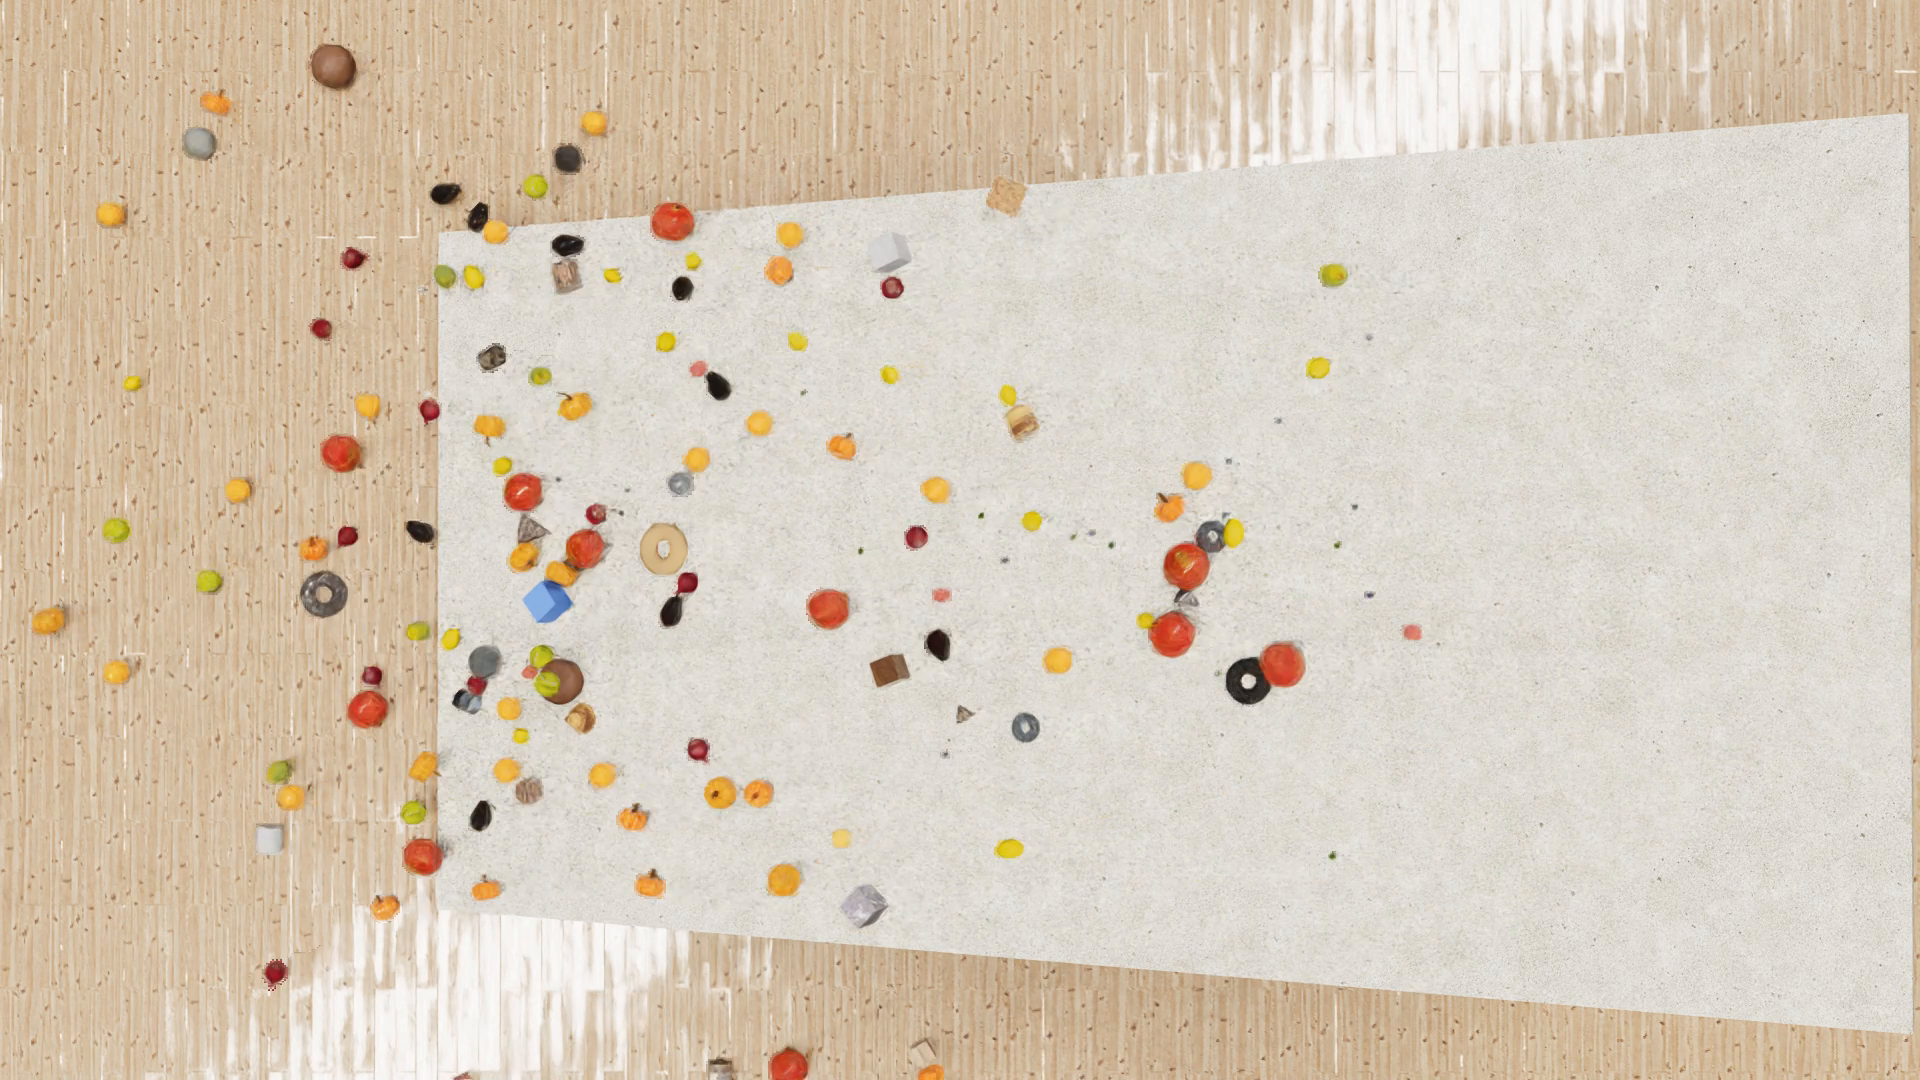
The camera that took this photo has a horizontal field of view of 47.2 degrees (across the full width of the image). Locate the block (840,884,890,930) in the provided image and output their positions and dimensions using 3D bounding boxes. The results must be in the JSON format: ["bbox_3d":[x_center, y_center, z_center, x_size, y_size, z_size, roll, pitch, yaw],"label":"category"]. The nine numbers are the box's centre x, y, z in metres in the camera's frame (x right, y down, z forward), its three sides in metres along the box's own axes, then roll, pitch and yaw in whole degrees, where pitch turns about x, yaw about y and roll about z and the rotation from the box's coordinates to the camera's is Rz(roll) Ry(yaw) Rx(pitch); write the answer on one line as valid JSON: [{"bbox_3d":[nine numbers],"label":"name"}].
[{"bbox_3d":[-0.252,0.972,5.829,0.078,0.078,0.078,48,108,18],"label":"block"}]

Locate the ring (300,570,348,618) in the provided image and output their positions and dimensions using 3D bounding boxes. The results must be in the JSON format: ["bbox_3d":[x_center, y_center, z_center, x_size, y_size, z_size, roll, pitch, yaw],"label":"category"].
[{"bbox_3d":[-1.900,0.162,6.568,0.141,0.047,0.141,0,90,-1],"label":"ring"}]

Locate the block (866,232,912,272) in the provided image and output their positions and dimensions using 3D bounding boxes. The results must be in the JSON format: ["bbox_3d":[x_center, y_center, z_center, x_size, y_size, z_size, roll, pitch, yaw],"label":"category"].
[{"bbox_3d":[-0.187,-0.761,5.818,0.077,0.077,0.077,-23,80,24],"label":"block"}]

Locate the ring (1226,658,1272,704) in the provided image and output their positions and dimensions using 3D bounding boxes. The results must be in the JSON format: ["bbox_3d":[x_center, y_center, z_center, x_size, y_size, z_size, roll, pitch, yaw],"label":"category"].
[{"bbox_3d":[0.708,0.347,5.398,0.116,0.039,0.116,0,89,24],"label":"ring"}]

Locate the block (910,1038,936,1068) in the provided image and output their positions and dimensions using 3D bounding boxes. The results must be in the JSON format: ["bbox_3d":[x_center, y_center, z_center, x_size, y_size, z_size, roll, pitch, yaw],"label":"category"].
[{"bbox_3d":[-0.111,1.527,6.546,0.057,0.057,0.057,-32,87,0],"label":"block"}]

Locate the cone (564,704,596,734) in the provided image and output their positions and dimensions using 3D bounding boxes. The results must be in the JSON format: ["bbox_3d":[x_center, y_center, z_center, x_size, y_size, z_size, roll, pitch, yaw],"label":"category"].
[{"bbox_3d":[-1.096,0.509,6.232,0.090,0.090,0.090,0,89,26],"label":"cone"}]

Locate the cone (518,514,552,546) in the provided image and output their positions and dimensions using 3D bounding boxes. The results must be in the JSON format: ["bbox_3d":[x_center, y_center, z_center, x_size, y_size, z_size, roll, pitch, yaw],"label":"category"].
[{"bbox_3d":[-1.218,-0.025,6.324,0.092,0.092,0.092,7,89,-1],"label":"cone"}]

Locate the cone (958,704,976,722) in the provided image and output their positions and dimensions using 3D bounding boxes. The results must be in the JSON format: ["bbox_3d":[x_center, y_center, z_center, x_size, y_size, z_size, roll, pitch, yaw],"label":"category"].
[{"bbox_3d":[0.019,0.453,5.736,0.051,0.051,0.051,2,89,-1],"label":"cone"}]

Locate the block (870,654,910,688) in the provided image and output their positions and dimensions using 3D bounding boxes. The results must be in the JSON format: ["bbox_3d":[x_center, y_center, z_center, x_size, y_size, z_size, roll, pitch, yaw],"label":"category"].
[{"bbox_3d":[-0.184,0.345,5.809,0.069,0.069,0.069,-22,80,24],"label":"block"}]

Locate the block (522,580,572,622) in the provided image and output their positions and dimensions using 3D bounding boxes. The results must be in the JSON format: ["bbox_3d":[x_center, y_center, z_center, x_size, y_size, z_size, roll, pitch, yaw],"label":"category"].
[{"bbox_3d":[-1.177,0.175,6.279,0.084,0.084,0.084,-42,73,19],"label":"block"}]

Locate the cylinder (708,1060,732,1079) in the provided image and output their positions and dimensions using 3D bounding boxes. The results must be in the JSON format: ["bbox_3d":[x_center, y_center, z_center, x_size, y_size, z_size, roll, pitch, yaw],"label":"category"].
[{"bbox_3d":[-0.713,1.588,6.540,0.070,0.070,0.070,1,89,0],"label":"cylinder"}]

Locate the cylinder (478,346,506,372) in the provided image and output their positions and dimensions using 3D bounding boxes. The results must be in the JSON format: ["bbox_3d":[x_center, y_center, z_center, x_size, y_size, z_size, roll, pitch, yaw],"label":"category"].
[{"bbox_3d":[-1.358,-0.528,6.386,0.057,0.057,0.057,-25,89,24],"label":"cylinder"}]

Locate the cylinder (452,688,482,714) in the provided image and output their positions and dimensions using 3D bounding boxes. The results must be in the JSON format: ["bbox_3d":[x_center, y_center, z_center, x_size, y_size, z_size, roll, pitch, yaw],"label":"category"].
[{"bbox_3d":[-1.436,0.471,6.412,0.060,0.060,0.060,21,89,24],"label":"cylinder"}]

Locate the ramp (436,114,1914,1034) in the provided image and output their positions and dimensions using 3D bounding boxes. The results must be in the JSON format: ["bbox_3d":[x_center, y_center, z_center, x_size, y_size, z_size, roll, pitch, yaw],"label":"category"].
[{"bbox_3d":[0.281,0.081,5.683,4.000,0.100,2.000,0,89,26],"label":"ramp"}]

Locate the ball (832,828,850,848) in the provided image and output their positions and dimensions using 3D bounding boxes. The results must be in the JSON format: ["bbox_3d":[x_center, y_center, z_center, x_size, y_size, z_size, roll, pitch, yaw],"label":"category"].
[{"bbox_3d":[-0.318,0.797,5.878,0.051,0.051,0.051,0,89,0],"label":"ball"}]

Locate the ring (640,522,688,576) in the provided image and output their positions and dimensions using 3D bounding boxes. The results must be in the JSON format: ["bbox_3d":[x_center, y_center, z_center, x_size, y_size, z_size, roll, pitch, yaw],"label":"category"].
[{"bbox_3d":[-0.827,0.025,6.131,0.149,0.050,0.149,-1,88,25],"label":"ring"}]

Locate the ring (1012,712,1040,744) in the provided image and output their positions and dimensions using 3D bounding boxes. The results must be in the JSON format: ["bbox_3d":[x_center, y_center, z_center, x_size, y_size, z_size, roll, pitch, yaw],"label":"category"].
[{"bbox_3d":[0.169,0.483,5.662,0.080,0.027,0.080,-1,89,27],"label":"ring"}]

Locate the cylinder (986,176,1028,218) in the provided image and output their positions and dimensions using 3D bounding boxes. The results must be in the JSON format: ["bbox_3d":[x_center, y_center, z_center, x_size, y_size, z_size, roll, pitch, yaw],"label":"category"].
[{"bbox_3d":[0.122,-0.884,5.663,0.082,0.082,0.082,24,101,0],"label":"cylinder"}]

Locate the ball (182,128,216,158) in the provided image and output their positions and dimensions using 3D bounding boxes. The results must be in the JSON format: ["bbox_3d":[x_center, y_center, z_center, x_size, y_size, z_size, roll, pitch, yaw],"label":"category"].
[{"bbox_3d":[-2.270,-1.184,6.561,0.091,0.091,0.091,0,89,0],"label":"ball"}]

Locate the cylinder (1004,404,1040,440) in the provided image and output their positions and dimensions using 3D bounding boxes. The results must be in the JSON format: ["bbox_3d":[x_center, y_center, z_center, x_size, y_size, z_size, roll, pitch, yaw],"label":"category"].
[{"bbox_3d":[0.160,-0.303,5.648,0.070,0.070,0.070,-23,80,0],"label":"cylinder"}]

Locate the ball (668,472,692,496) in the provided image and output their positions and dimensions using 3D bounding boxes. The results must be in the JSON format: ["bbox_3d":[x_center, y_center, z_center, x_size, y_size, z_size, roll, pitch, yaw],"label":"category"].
[{"bbox_3d":[-0.776,-0.156,6.100,0.066,0.066,0.066,0,89,0],"label":"ball"}]

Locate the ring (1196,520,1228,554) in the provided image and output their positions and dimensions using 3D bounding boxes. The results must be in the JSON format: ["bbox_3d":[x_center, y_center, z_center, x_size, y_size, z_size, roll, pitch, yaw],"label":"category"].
[{"bbox_3d":[0.625,-0.008,5.448,0.083,0.028,0.083,-1,88,26],"label":"ring"}]

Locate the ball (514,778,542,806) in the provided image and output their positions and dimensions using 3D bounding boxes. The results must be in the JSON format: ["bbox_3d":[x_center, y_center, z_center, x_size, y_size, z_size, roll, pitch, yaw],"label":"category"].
[{"bbox_3d":[-1.238,0.722,6.305,0.077,0.077,0.077,0,89,0],"label":"ball"}]

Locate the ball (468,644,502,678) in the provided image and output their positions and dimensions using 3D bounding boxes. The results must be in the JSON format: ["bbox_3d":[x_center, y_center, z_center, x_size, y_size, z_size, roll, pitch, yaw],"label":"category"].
[{"bbox_3d":[-1.373,0.352,6.363,0.097,0.097,0.097,0,89,0],"label":"ball"}]

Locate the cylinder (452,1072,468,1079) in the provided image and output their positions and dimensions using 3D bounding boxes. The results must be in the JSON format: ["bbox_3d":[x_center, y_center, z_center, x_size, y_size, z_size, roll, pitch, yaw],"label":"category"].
[{"bbox_3d":[-1.485,1.641,6.527,0.085,0.085,0.085,-31,91,0],"label":"cylinder"}]

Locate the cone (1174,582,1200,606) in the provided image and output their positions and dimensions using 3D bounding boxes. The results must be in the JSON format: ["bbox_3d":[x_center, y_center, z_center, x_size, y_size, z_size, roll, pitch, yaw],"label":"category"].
[{"bbox_3d":[0.574,0.149,5.471,0.061,0.061,0.061,34,89,-5],"label":"cone"}]

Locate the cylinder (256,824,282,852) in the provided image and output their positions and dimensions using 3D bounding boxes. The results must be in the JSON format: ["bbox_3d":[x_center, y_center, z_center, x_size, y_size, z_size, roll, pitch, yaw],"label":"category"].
[{"bbox_3d":[-2.054,0.887,6.540,0.073,0.073,0.073,3,91,0],"label":"cylinder"}]

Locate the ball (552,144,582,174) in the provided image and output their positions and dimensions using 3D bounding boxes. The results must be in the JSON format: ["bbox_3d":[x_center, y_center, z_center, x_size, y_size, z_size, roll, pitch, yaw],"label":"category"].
[{"bbox_3d":[-1.172,-1.138,6.563,0.086,0.086,0.086,0,89,0],"label":"ball"}]
